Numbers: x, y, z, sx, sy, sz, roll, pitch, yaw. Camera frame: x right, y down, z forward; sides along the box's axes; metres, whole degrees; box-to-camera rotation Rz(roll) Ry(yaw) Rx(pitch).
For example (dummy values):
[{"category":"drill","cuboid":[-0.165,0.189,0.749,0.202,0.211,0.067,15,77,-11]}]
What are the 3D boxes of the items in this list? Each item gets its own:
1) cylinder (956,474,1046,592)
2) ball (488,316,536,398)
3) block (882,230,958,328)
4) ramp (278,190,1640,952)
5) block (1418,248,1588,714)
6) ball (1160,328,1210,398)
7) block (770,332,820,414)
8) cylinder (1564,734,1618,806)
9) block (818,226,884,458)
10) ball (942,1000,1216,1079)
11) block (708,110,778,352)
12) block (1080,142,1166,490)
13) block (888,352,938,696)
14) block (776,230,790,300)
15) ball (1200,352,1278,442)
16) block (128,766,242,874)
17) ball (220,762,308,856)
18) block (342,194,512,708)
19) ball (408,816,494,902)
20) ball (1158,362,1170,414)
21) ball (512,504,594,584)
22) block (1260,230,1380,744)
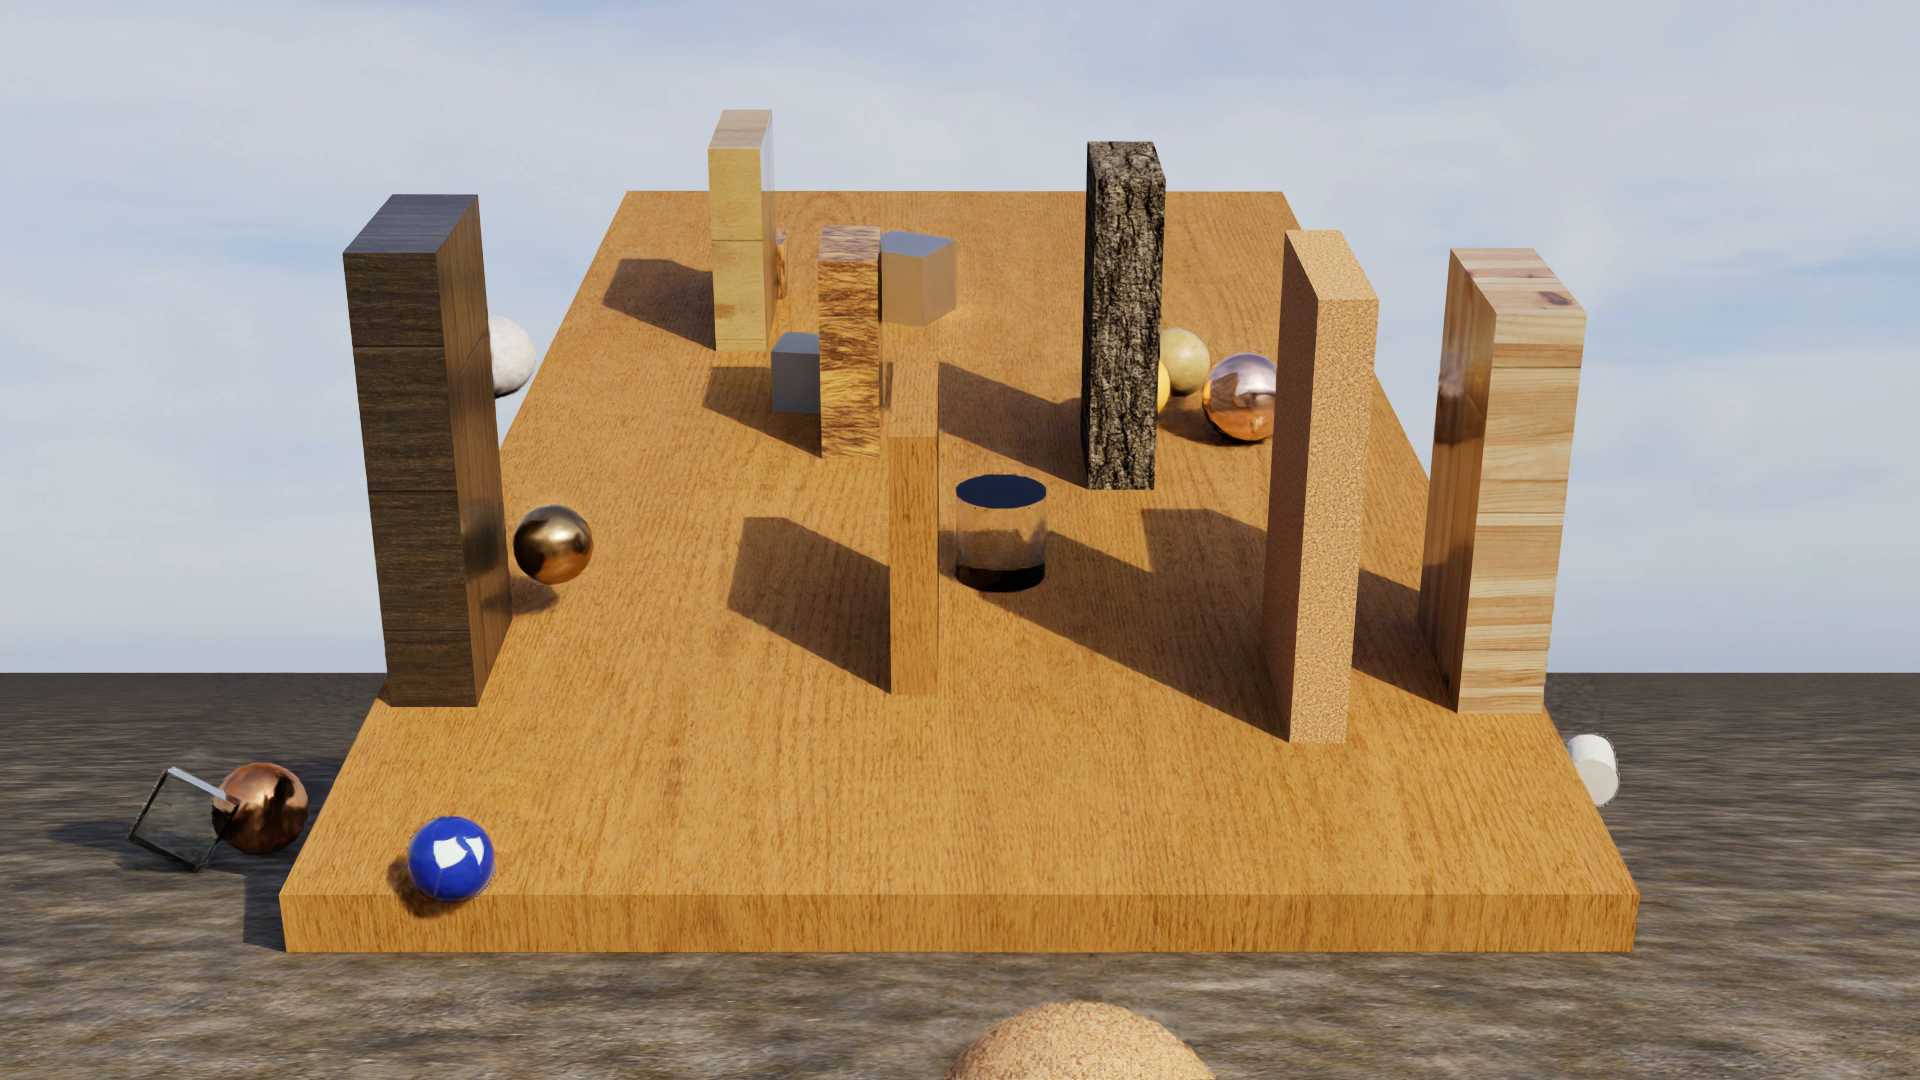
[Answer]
[{"category":"cylinder","cuboid":[0.078,-0.013,4.423,0.172,0.172,0.172,0,24,0]},{"category":"ball","cuboid":[-1.114,-0.438,5.547,0.195,0.195,0.195,0,-3,0]},{"category":"block","cuboid":[-0.133,-0.667,5.918,0.186,0.186,0.186,12,26,25]},{"category":"ramp","cuboid":[-0.008,-0.227,5.259,2.000,0.100,4.000,0,23,0]},{"category":"block","cuboid":[0.916,-0.104,3.961,0.143,0.710,0.368,0,23,0]},{"category":"ball","cuboid":[0.494,-0.403,5.302,0.160,0.160,0.160,0,-3,0]},{"category":"block","cuboid":[-0.346,-0.383,5.313,0.143,0.143,0.143,3,24,8]},{"category":"cylinder","cuboid":[1.444,0.528,5.322,0.122,0.122,0.122,-1,23,12]},{"category":"block","cuboid":[-0.236,-0.433,5.053,0.125,0.443,0.276,0,23,0]},{"category":"ball","cuboid":[0.076,0.403,1.493,0.208,0.208,0.208,0,-3,0]},{"category":"block","cuboid":[-0.536,-0.776,5.767,0.123,0.503,0.414,0,23,0]},{"category":"block","cuboid":[0.338,-0.473,4.870,0.139,0.663,0.320,0,23,0]},{"category":"block","cuboid":[-0.079,-0.037,4.095,0.080,0.475,0.432,0,23,0]},{"category":"block","cuboid":[-0.530,-0.724,6.095,0.148,0.148,0.148,0,23,0]},{"category":"ball","cuboid":[0.628,-0.314,5.090,0.197,0.197,0.197,0,-3,0]},{"category":"block","cuboid":[-1.611,0.581,4.820,0.156,0.156,0.156,29,-8,-10]},{"category":"ball","cuboid":[-1.576,0.606,5.226,0.208,0.208,0.208,0,-3,0]},{"category":"block","cuboid":[-0.896,-0.153,3.949,0.146,0.800,0.354,0,23,0]},{"category":"ball","cuboid":[-0.741,0.465,3.373,0.124,0.124,0.124,0,-3,0]},{"category":"ball","cuboid":[0.386,-0.344,5.192,0.170,0.170,0.170,0,-3,0]},{"category":"ball","cuboid":[-0.738,0.008,4.200,0.145,0.145,0.145,0,-3,0]},{"category":"block","cuboid":[0.591,-0.092,3.859,0.093,0.766,0.387,0,23,0]}]
